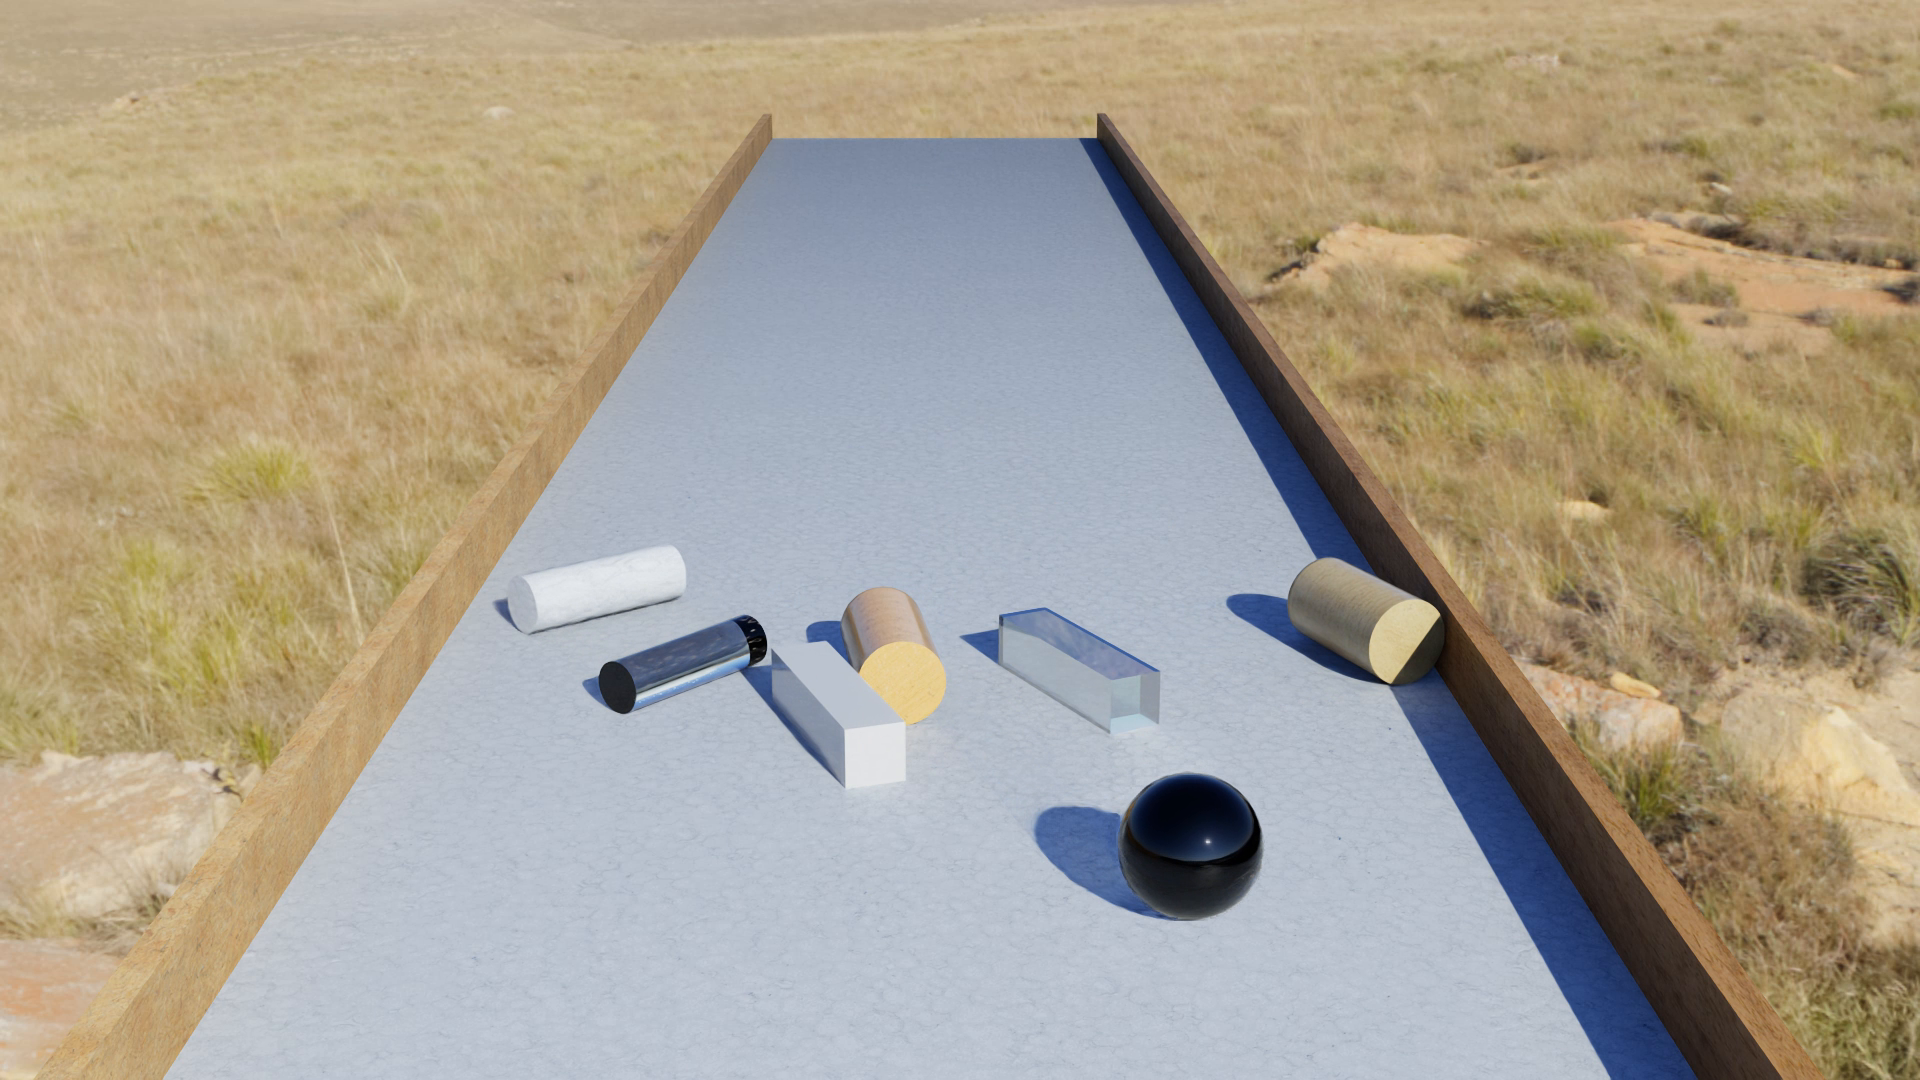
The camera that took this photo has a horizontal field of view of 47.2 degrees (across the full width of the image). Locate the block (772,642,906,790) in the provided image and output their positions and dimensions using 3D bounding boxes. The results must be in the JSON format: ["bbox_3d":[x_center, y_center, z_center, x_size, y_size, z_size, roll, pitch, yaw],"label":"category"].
[{"bbox_3d":[-0.226,0.311,3.990,0.109,0.109,0.452,-6,18,-20],"label":"block"}]

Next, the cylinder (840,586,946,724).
[{"bbox_3d":[-0.131,0.218,4.205,0.165,0.165,0.332,-2,17,-8],"label":"cylinder"}]

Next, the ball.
[{"bbox_3d":[0.346,0.458,3.299,0.220,0.220,0.220,0,17,0],"label":"ball"}]

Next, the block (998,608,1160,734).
[{"bbox_3d":[0.223,0.245,4.216,0.106,0.106,0.424,-9,19,-27],"label":"block"}]

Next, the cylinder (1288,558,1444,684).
[{"bbox_3d":[0.807,0.158,4.390,0.174,0.174,0.302,-7,18,-22],"label":"cylinder"}]

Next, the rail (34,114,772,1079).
[{"bbox_3d":[-1.118,-0.838,7.780,0.050,0.150,12.000,0,17,-1],"label":"rail"}]

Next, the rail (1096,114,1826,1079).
[{"bbox_3d":[0.932,-0.844,7.801,0.050,0.150,12.000,0,17,-1],"label":"rail"}]

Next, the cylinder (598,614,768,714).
[{"bbox_3d":[-0.531,0.237,4.250,0.102,0.102,0.353,13,21,37],"label":"cylinder"}]

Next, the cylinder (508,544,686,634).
[{"bbox_3d":[-0.768,0.101,4.668,0.365,0.124,0.124,-14,21,-39],"label":"cylinder"}]
